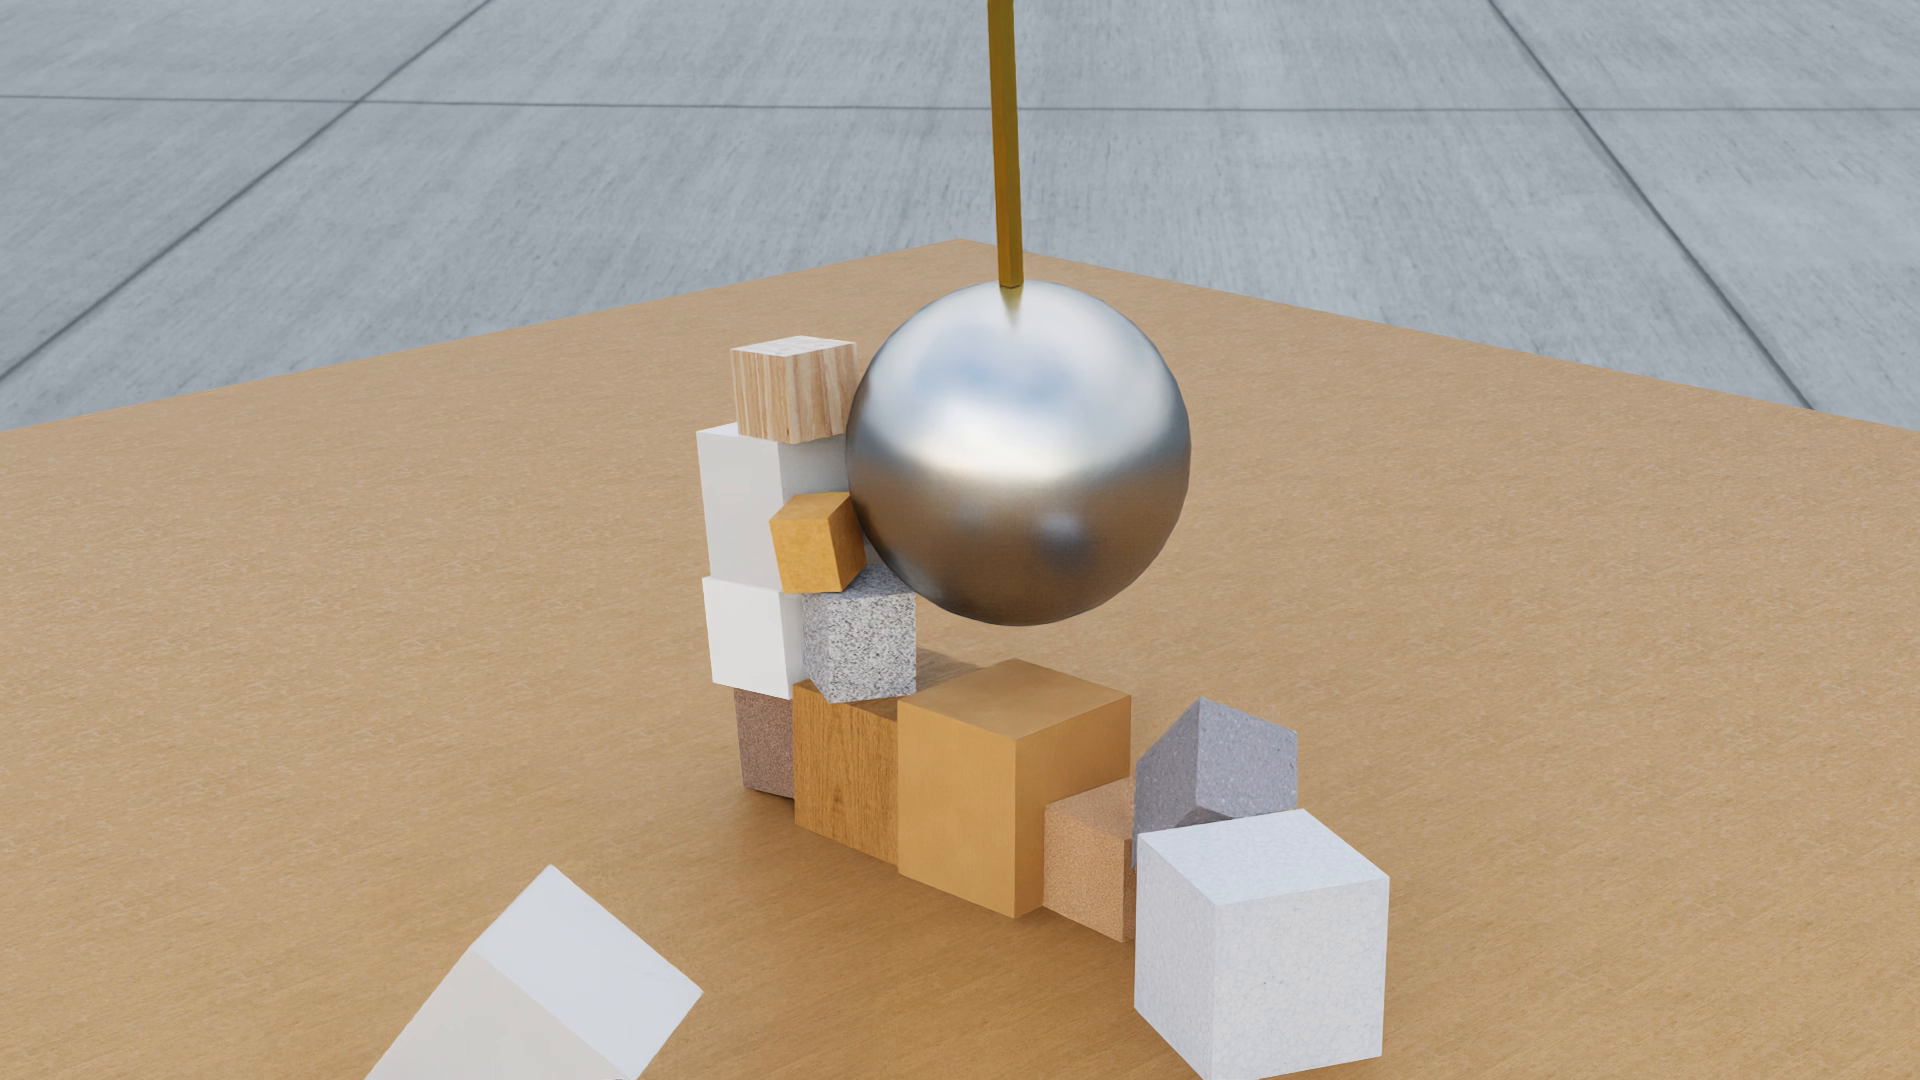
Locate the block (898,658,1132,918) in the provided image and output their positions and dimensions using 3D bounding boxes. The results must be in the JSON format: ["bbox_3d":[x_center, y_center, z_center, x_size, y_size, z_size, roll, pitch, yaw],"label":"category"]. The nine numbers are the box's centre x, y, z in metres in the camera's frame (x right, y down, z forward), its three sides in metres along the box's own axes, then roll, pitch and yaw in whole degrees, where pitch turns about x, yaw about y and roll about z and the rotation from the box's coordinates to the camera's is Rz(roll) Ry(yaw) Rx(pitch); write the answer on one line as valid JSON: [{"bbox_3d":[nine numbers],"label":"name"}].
[{"bbox_3d":[0.248,1.115,13.379,0.720,0.850,0.781,16,23,41],"label":"block"}]

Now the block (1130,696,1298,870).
[{"bbox_3d":[1.094,1.118,12.595,0.484,0.563,0.568,21,48,-17],"label":"block"}]

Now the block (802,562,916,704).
[{"bbox_3d":[-0.477,0.432,13.765,0.418,0.500,0.482,-5,18,-16],"label":"block"}]

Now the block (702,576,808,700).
[{"bbox_3d":[-0.840,0.417,14.341,0.544,0.530,0.586,-16,17,-41],"label":"block"}]

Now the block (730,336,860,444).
[{"bbox_3d":[-0.771,-0.715,13.849,0.406,0.411,0.465,-14,16,-35],"label":"block"}]

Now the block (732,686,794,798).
[{"bbox_3d":[-0.739,0.938,14.394,0.522,0.522,0.476,8,18,44],"label":"block"}]

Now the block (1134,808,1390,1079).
[{"bbox_3d":[1.207,1.633,11.846,0.753,0.781,0.743,-6,19,-20],"label":"block"}]

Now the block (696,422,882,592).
[{"bbox_3d":[-0.812,-0.198,14.180,0.608,0.732,0.612,-16,17,-41],"label":"block"}]

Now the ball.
[{"bbox_3d":[0.266,-0.402,13.495,1.600,1.600,1.600,0,17,0],"label":"ball"}]

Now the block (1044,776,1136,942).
[{"bbox_3d":[0.739,1.414,13.036,0.527,0.485,0.510,-15,23,-39],"label":"block"}]

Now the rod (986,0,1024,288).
[{"bbox_3d":[0.115,-3.594,12.333,0.080,5.200,0.080,17,28,42],"label":"rod"}]

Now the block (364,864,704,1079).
[{"bbox_3d":[-1.560,1.824,10.810,0.751,0.733,0.746,40,23,0],"label":"block"}]

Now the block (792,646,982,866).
[{"bbox_3d":[-0.245,1.013,13.935,0.794,0.711,0.745,-17,24,-42],"label":"block"}]

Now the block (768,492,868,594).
[{"bbox_3d":[-0.658,0.011,13.630,0.296,0.364,0.333,-2,22,21],"label":"block"}]
